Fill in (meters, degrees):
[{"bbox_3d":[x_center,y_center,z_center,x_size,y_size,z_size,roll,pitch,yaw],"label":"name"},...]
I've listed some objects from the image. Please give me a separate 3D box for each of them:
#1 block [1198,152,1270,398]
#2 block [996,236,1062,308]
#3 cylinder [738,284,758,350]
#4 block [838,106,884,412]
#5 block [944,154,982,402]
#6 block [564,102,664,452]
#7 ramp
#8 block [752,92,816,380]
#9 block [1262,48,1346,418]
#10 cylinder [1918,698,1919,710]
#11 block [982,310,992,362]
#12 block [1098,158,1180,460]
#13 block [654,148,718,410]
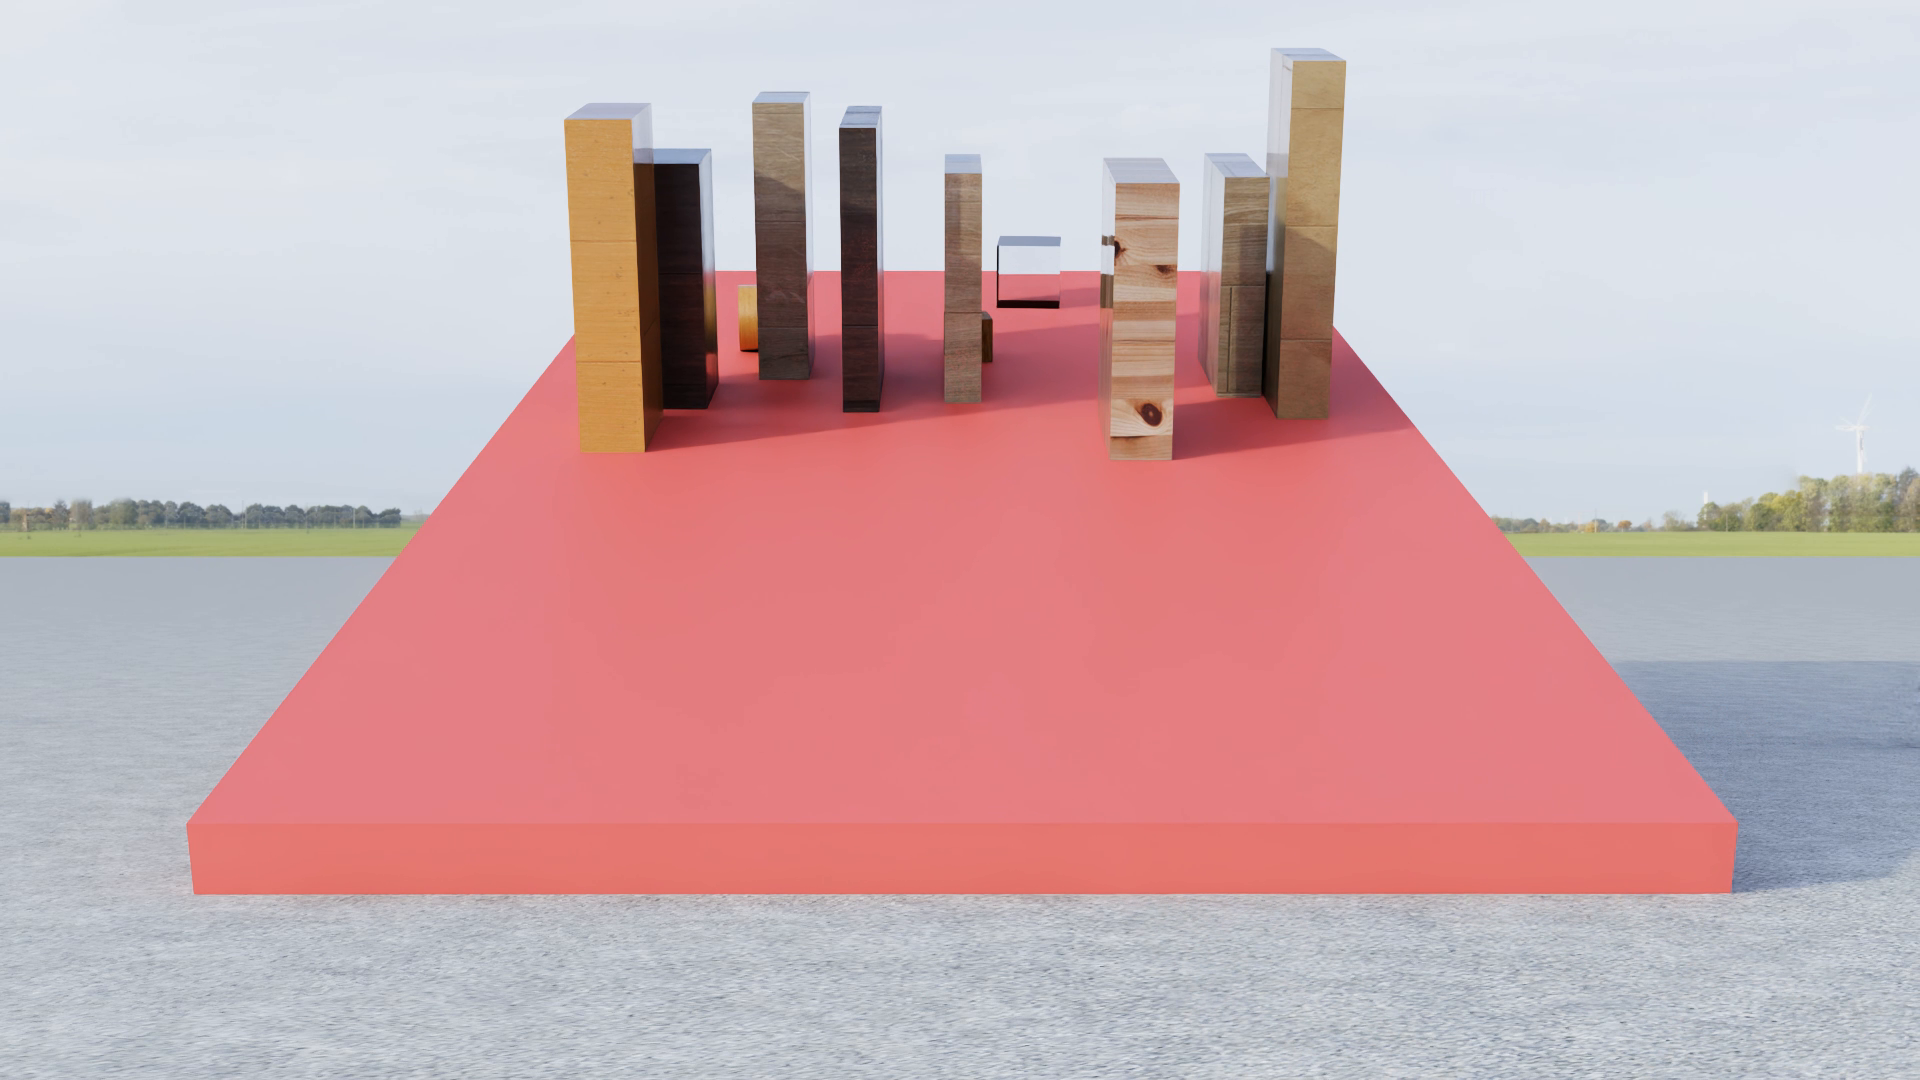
[{"bbox_3d":[0.642,-0.632,5.249,0.101,0.506,0.428,0,17,0],"label":"block"},{"bbox_3d":[0.193,-0.746,6.187,0.172,0.172,0.172,1,17,3],"label":"block"},{"bbox_3d":[-0.473,-0.560,5.594,0.164,0.164,0.164,-1,0,-4],"label":"cylinder"},{"bbox_3d":[-0.222,-0.653,5.100,0.081,0.631,0.445,0,17,0],"label":"block"},{"bbox_3d":[0.006,-0.611,5.151,0.084,0.521,0.334,0,17,0],"label":"block"},{"bbox_3d":[-0.725,-0.558,4.693,0.134,0.688,0.315,0,17,0],"label":"block"},{"bbox_3d":[-0.003,-0.175,4.790,2.000,0.100,4.000,0,17,0],"label":"ramp"},{"bbox_3d":[-0.419,-0.731,5.320,0.119,0.650,0.259,0,17,0],"label":"block"},{"bbox_3d":[0.759,-0.690,4.975,0.114,0.779,0.339,0,17,0],"label":"block"},{"bbox_3d":[2.286,0.381,5.069,0.180,0.180,0.180,0,0,22],"label":"cylinder"},{"bbox_3d":[0.020,-0.503,5.506,0.107,0.107,0.107,-2,17,-8],"label":"block"},{"bbox_3d":[0.373,-0.495,4.691,0.128,0.571,0.393,0,17,0],"label":"block"},{"bbox_3d":[-0.642,-0.596,5.053,0.144,0.550,0.266,0,17,0],"label":"block"}]
